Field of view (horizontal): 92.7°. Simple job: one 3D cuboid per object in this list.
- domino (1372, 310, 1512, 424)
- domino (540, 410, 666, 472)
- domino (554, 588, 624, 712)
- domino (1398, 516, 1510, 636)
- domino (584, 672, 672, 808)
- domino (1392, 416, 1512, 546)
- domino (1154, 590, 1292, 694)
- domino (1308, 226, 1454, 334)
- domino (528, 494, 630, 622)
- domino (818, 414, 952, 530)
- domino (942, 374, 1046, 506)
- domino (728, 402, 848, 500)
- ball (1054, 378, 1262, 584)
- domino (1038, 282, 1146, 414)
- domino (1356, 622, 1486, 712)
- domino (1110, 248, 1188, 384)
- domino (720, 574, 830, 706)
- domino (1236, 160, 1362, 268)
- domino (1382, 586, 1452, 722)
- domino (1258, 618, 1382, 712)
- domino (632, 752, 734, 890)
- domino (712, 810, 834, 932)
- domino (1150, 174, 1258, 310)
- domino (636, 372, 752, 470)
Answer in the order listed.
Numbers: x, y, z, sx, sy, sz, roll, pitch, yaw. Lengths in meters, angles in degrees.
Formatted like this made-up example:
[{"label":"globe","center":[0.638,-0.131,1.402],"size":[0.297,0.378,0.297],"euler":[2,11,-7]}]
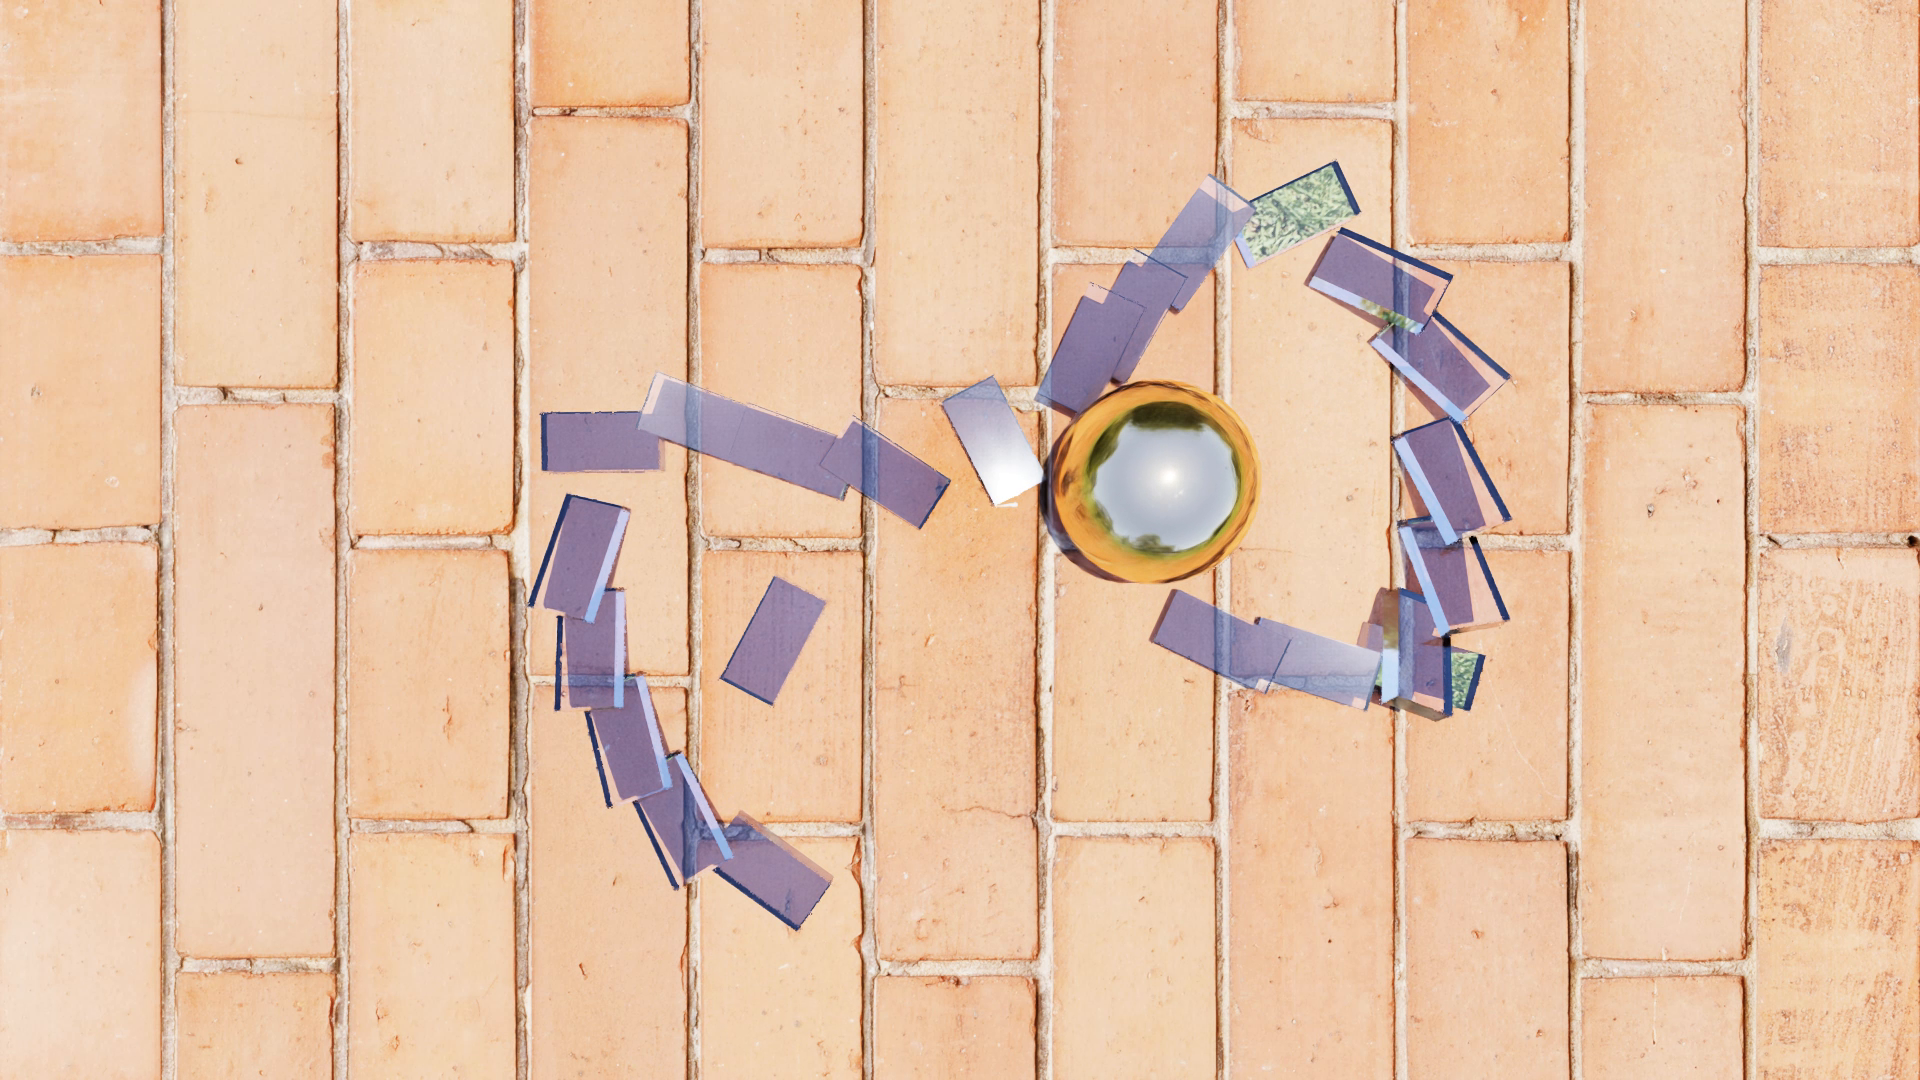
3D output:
[{"label":"domino","center":[0.204,-0.077,0.390],"size":[0.025,0.010,0.050],"euler":[-43,78,0]},{"label":"domino","center":[-0.154,-0.042,0.395],"size":[0.050,0.010,0.025],"euler":[-1,90,0]},{"label":"domino","center":[-0.157,0.047,0.389],"size":[0.025,0.010,0.050],"euler":[-5,76,0]},{"label":"domino","center":[0.207,0.014,0.386],"size":[0.025,0.009,0.050],"euler":[-10,66,0]},{"label":"domino","center":[-0.142,0.085,0.389],"size":[0.025,0.010,0.050],"euler":[-20,76,0]},{"label":"domino","center":[0.208,-0.026,0.388],"size":[0.025,0.009,0.050],"euler":[-19,75,-3]},{"label":"domino","center":[0.111,0.043,0.389],"size":[0.050,0.009,0.025],"euler":[25,92,13]},{"label":"domino","center":[0.179,-0.110,0.390],"size":[0.050,0.009,0.025],"euler":[29,86,12]},{"label":"domino","center":[-0.161,0.008,0.389],"size":[0.025,0.010,0.050],"euler":[13,77,3]},{"label":"domino","center":[-0.032,-0.029,0.389],"size":[0.050,0.010,0.025],"euler":[33,87,-13]},{"label":"domino","center":[0.015,-0.043,0.395],"size":[0.025,0.010,0.050],"euler":[-27,90,0]},{"label":"domino","center":[-0.070,-0.038,0.390],"size":[0.050,0.010,0.025],"euler":[20,90,-14]},{"label":"ball","center":[0.077,-0.023,0.360],"size":[0.080,0.080,0.080],"euler":[0,90,0]},{"label":"domino","center":[0.055,-0.079,0.385],"size":[0.025,0.009,0.050],"euler":[25,103,1]},{"label":"domino","center":[0.197,0.054,0.395],"size":[0.050,0.010,0.025],"euler":[16,90,0]},{"label":"domino","center":[0.072,-0.094,0.390],"size":[0.025,0.009,0.050],"euler":[29,103,0]},{"label":"domino","center":[-0.080,0.043,0.395],"size":[0.025,0.010,0.050],"euler":[28,90,0]},{"label":"domino","center":[0.143,-0.140,0.395],"size":[0.050,0.009,0.025],"euler":[-25,90,0]},{"label":"domino","center":[0.189,0.047,0.379],"size":[0.025,0.010,0.050],"euler":[20,60,-7]},{"label":"domino","center":[0.150,0.052,0.390],"size":[0.050,0.009,0.025],"euler":[17,90,12]},{"label":"domino","center":[-0.120,0.119,0.389],"size":[0.025,0.010,0.050],"euler":[-32,76,0]},{"label":"domino","center":[-0.083,0.142,0.395],"size":[0.050,0.010,0.025],"euler":[36,90,0]},{"label":"domino","center":[0.100,-0.126,0.390],"size":[0.025,0.010,0.050],"euler":[36,103,0]},{"label":"domino","center":[-0.108,-0.050,0.390],"size":[0.050,0.009,0.025],"euler":[20,90,-13]}]
